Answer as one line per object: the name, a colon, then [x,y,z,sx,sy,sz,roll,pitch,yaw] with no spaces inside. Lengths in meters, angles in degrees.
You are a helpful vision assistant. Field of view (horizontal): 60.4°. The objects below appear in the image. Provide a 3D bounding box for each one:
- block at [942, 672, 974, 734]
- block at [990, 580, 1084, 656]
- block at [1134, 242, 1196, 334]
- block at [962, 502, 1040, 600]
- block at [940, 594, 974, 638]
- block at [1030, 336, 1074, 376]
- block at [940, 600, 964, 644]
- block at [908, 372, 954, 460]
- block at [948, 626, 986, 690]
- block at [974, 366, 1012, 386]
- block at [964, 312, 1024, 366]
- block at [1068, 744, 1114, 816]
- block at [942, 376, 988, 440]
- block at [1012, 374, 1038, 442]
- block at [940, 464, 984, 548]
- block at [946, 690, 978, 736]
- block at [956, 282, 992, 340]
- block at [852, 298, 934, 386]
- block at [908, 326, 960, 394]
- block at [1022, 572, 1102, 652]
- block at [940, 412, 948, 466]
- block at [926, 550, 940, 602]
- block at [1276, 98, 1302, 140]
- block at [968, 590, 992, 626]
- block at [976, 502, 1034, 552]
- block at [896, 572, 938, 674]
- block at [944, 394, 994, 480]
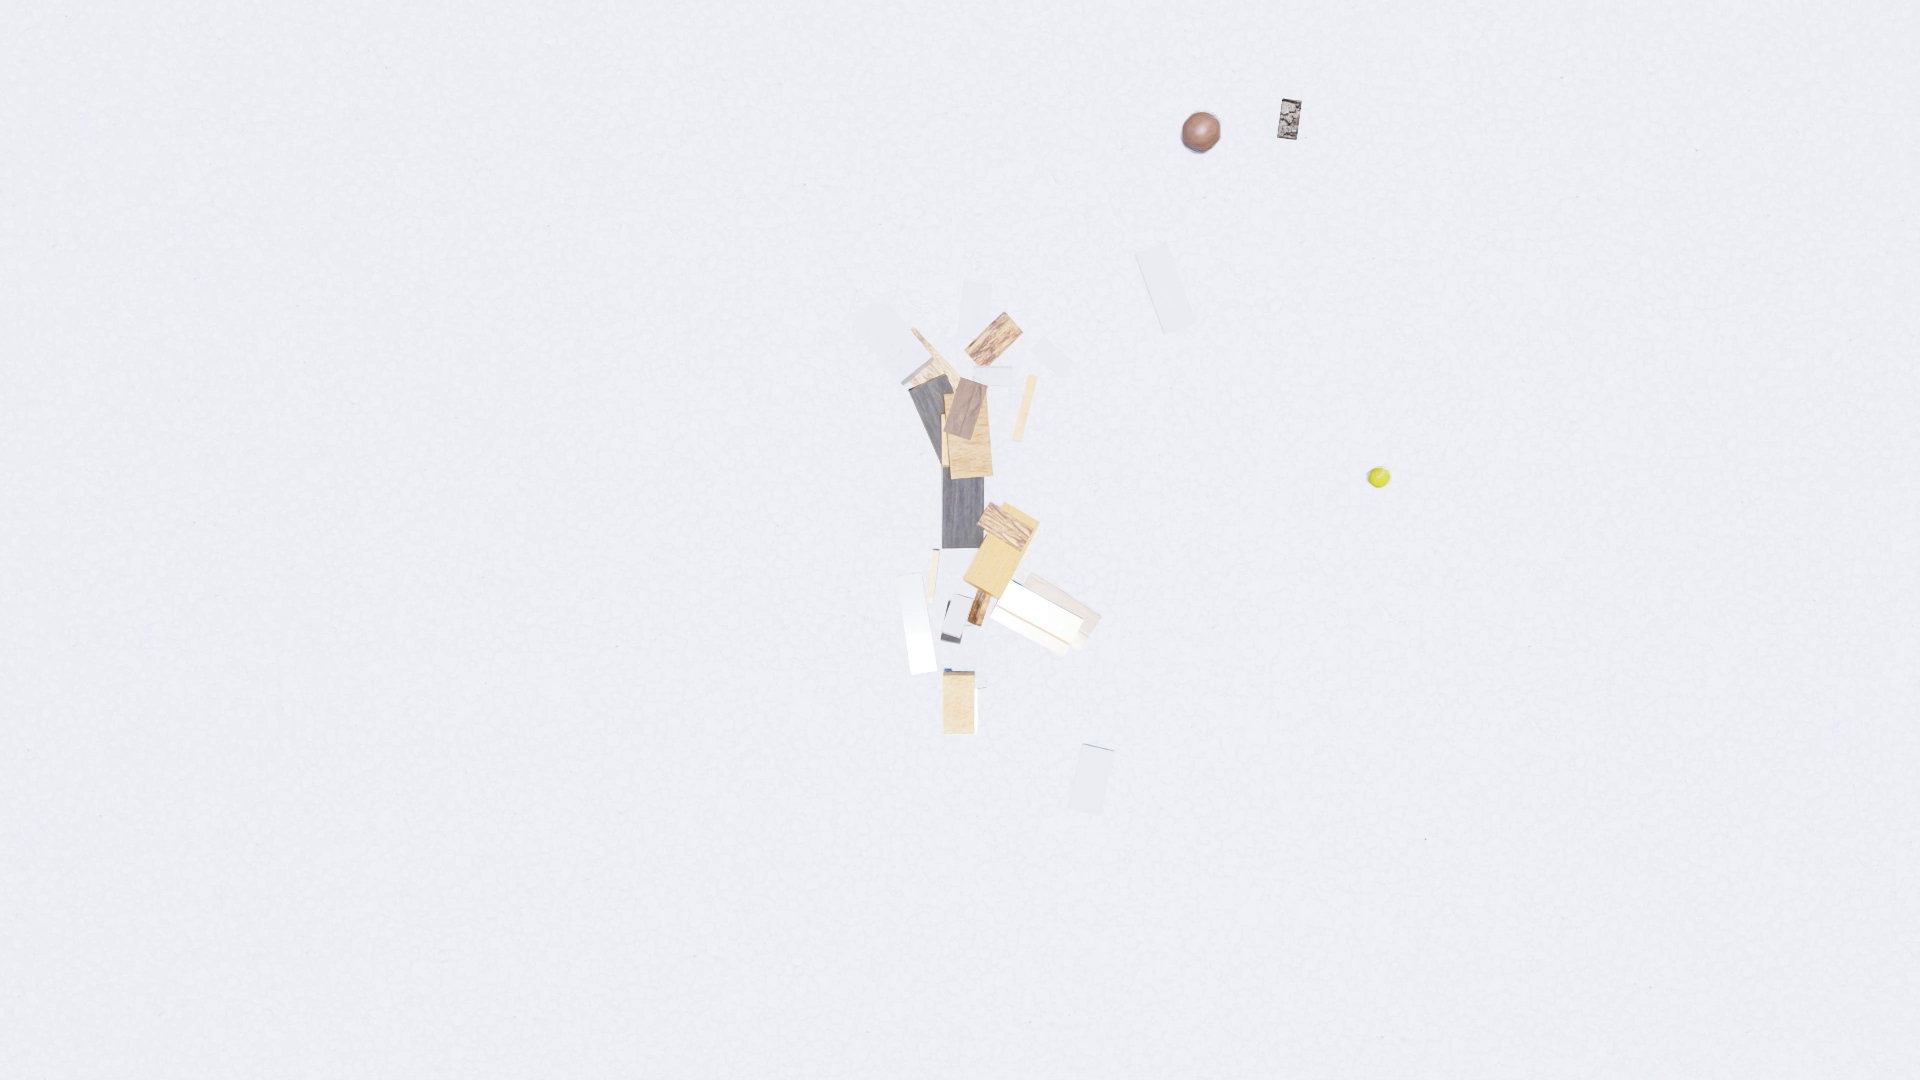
block: [-0.004,0.538,5.425,0.104,0.030,0.209,0,107,0]
block: [0.253,0.258,5.441,0.275,0.039,0.138,28,92,0]
block: [0.682,-0.836,5.485,0.109,0.031,0.283,-20,90,0]
block: [0.136,0.037,5.439,0.138,0.039,0.293,29,76,-5]
block: [-0.010,0.251,5.453,0.068,0.019,0.136,17,71,8]
block: [0.306,-0.610,5.491,0.135,0.018,0.064,42,90,0]
block: [-0.019,0.274,5.465,0.068,0.019,0.136,10,71,5]
block: [-0.056,-0.399,5.448,0.135,0.038,0.270,-24,104,0]
block: [0.022,0.393,5.464,0.104,0.030,0.209,-8,79,-2]
block: [0.109,-0.546,5.474,0.129,0.018,0.064,1,124,0]
block: [0.111,-0.659,5.470,0.185,0.026,0.093,-44,113,0]
block: [0.436,0.797,5.485,0.109,0.031,0.219,13,90,0]
block: [0.017,-0.425,5.340,0.093,0.026,0.185,18,88,-5]
block: [0.213,-0.432,5.445,0.031,0.109,0.219,14,90,0]
block: [0.008,-0.110,5.443,0.138,0.039,0.275,-1,103,-6]
block: [0.006,0.542,5.485,0.104,0.030,0.209,0,90,0]
block: [0.046,-0.762,5.487,0.093,0.026,0.185,7,90,0]
block: [-0.220,-0.656,5.444,0.135,0.038,0.270,-39,75,1]
block: [-0.110,-0.564,5.481,0.135,0.038,0.270,-44,90,0]
block: [0.316,0.238,5.480,0.275,0.039,0.138,33,90,0]
block: [0.007,-0.282,5.442,0.138,0.039,0.275,-2,103,-6]
block: [-0.090,0.119,5.457,0.024,0.085,0.170,7,90,0]
block: [1.097,-1.401,5.491,0.064,0.018,0.129,8,90,0]
block: [0.068,0.215,5.465,0.019,0.068,0.136,19,90,-29]
block: [0.148,-0.043,5.423,0.170,0.024,0.085,32,76,-4]
block: [-0.144,0.277,5.488,0.085,0.024,0.329,-9,90,0]
block: [0.026,-0.341,5.374,0.138,0.039,0.275,-5,91,-6]
